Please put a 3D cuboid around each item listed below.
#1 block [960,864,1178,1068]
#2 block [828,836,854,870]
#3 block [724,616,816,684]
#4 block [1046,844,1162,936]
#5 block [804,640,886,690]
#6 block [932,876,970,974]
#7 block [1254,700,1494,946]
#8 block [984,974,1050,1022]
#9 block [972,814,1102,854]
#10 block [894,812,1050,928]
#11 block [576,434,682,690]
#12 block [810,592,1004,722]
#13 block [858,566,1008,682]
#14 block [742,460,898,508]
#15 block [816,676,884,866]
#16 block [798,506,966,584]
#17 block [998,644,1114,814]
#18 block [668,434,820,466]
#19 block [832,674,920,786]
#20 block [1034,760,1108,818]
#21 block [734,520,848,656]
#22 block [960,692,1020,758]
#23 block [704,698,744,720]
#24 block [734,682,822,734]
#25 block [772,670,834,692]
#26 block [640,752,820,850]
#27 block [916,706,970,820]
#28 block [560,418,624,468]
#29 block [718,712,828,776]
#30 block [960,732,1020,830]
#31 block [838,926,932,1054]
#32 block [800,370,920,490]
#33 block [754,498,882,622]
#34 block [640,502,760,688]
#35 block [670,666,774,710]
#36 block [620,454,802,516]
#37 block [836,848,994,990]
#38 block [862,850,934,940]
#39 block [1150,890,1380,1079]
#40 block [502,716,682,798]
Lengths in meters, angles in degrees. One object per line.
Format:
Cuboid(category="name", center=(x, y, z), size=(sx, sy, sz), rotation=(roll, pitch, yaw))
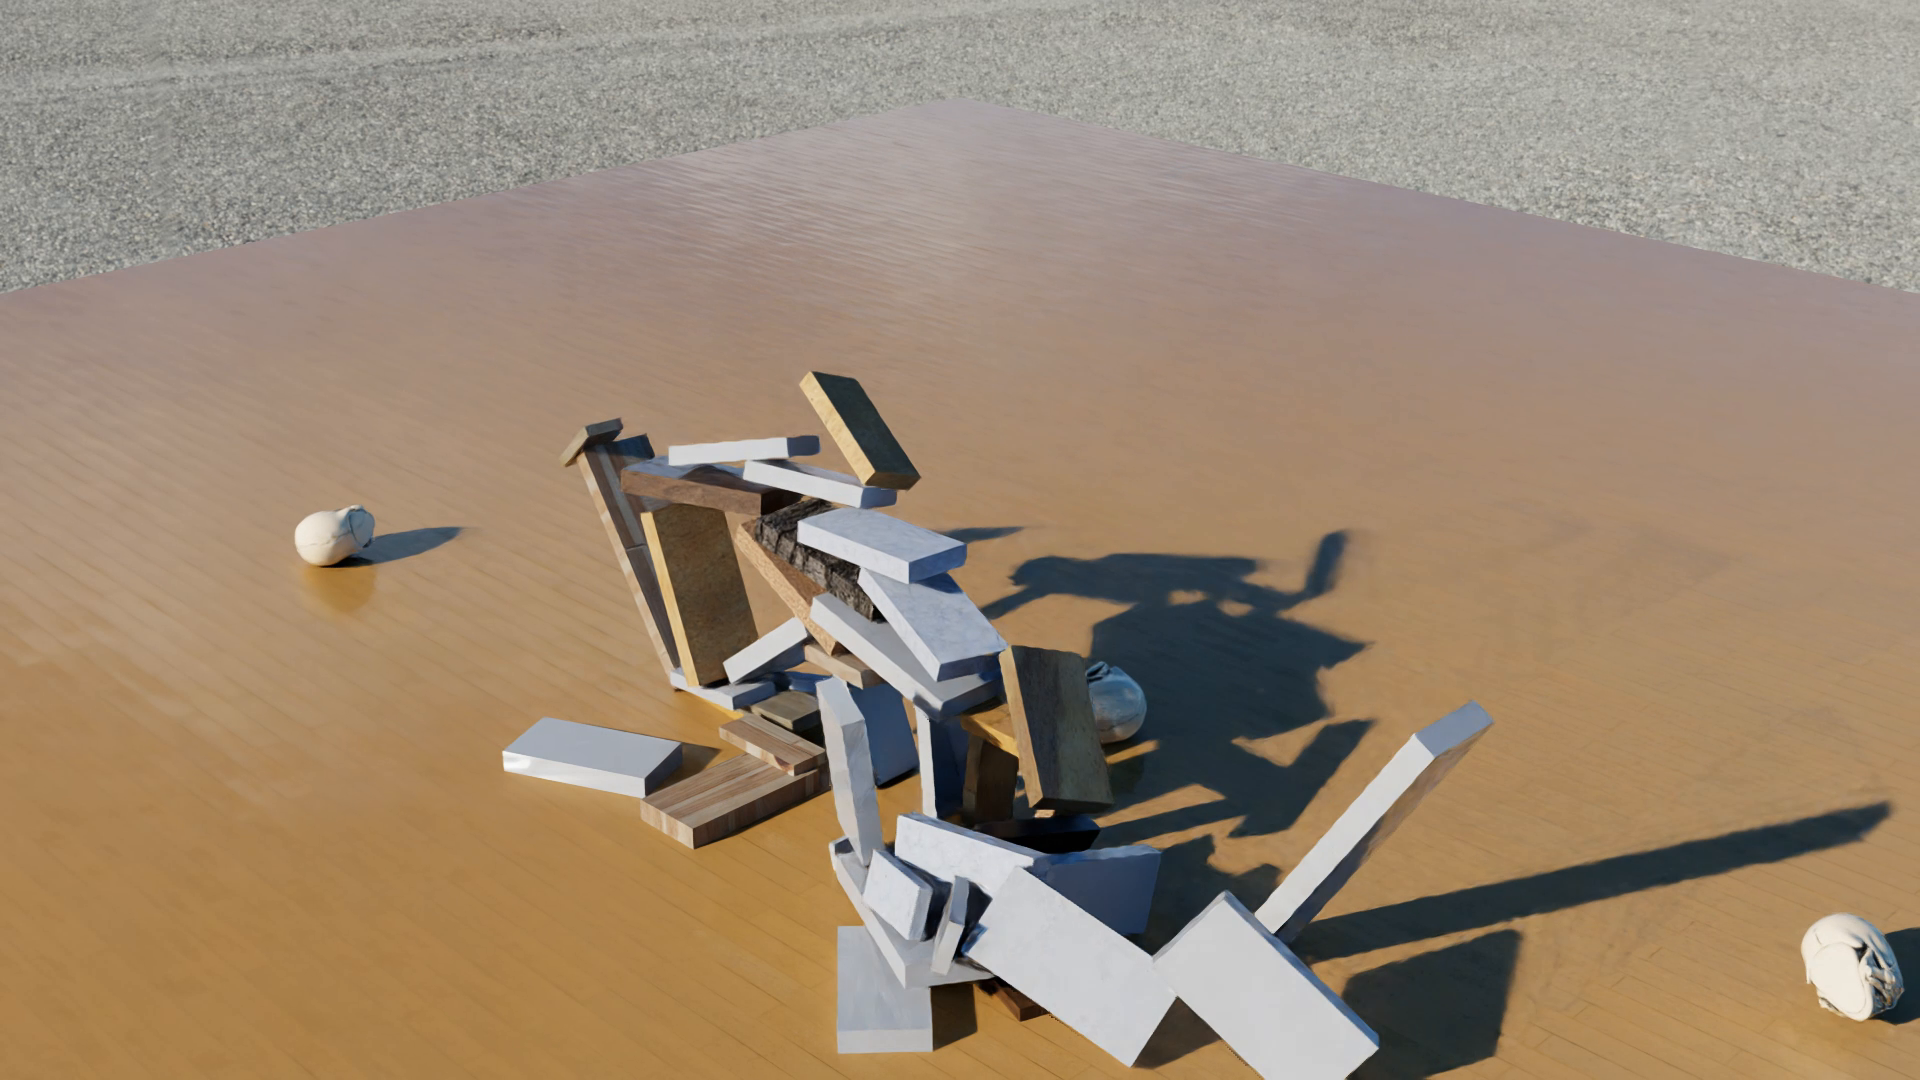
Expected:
Cuboid(category="block", center=(0.191, 0.715, 3.700), size=(0.343, 0.171, 0.049), rotation=(33, -5, 11))
Cuboid(category="block", center=(-0.205, 0.597, 4.279), size=(0.112, 0.056, 0.016), rotation=(-21, 18, -41))
Cuboid(category="block", center=(-0.344, 0.215, 4.676), size=(0.175, 0.050, 0.350), rotation=(-13, -11, -37))
Cuboid(category="block", center=(0.227, 0.639, 3.947), size=(0.312, 0.156, 0.044), rotation=(2, 14, -43))
Cuboid(category="block", center=(-0.202, 0.238, 4.477), size=(0.131, 0.037, 0.262), rotation=(-16, 18, -26))
Cuboid(category="block", center=(-0.015, 0.659, 3.771), size=(0.027, 0.095, 0.191), rotation=(19, 15, -2))
Cuboid(category="block", center=(0.658, 0.522, 3.738), size=(0.171, 0.699, 0.049), rotation=(-21, 63, -41))
Cuboid(category="block", center=(0.104, 0.779, 3.891), size=(0.095, 0.027, 0.191), rotation=(-11, 25, -24))
Cuboid(category="block", center=(0.112, 0.587, 4.052), size=(0.312, 0.156, 0.044), rotation=(3, 33, -47))
Cuboid(category="block", center=(0.015, 0.596, 3.885), size=(0.312, 0.156, 0.044), rotation=(12, 10, 39))
Cuboid(category="block", center=(-0.689, 0.047, 5.039), size=(0.166, 0.593, 0.047), rotation=(-17, -13, -34))
Cuboid(category="block", center=(-0.106, 0.209, 4.363), size=(0.177, 0.050, 0.379), rotation=(-21, 47, -41))
Cuboid(category="block", center=(-0.052, 0.147, 4.283), size=(0.159, 0.045, 0.319), rotation=(-10, 41, -30))
Cuboid(category="block", center=(-0.292, -0.120, 4.612), size=(0.291, 0.041, 0.145), rotation=(14, 9, 27))
Cuboid(category="block", center=(-0.204, 0.434, 4.120), size=(0.045, 0.320, 0.160), rotation=(-15, 30, -15))
Cuboid(category="block", center=(-0.158, 0.005, 4.391), size=(0.319, 0.045, 0.159), rotation=(20, 27, 40))
Cuboid(category="block", center=(0.179, 0.354, 4.121), size=(0.159, 0.045, 0.319), rotation=(9, 54, -31))
Cuboid(category="block", center=(-0.463, -0.192, 4.718), size=(0.291, 0.041, 0.145), rotation=(-3, 3, 25))
Cuboid(category="block", center=(-0.174, 0.367, 4.567), size=(0.131, 0.262, 0.037), rotation=(-22, 10, -42))
Cuboid(category="block", center=(0.196, 0.521, 4.235), size=(0.120, 0.239, 0.034), rotation=(-21, 54, -41))
Cuboid(category="block", center=(-0.294, 0.080, 4.549), size=(0.177, 0.050, 0.354), rotation=(-17, 53, -39))
Cuboid(category="block", center=(0.129, 0.370, 4.236), size=(0.120, 0.034, 0.239), rotation=(-21, 33, -41))
Cuboid(category="block", center=(-0.473, 0.355, 4.883), size=(0.114, 0.032, 0.228), rotation=(-17, 29, -35))
Cuboid(category="block", center=(-0.393, 0.360, 4.765), size=(0.114, 0.032, 0.228), rotation=(-21, 26, -40))
Cuboid(category="block", center=(-0.317, 0.319, 4.877), size=(0.182, 0.026, 0.091), rotation=(10, 4, -36))
Cuboid(category="block", center=(-0.466, 0.518, 4.478), size=(0.166, 0.047, 0.333), rotation=(21, 31, 40))
Cuboid(category="block", center=(-0.021, 0.422, 4.428), size=(0.131, 0.262, 0.037), rotation=(-21, 25, -40))
Cuboid(category="block", center=(-0.849, -0.223, 5.057), size=(0.091, 0.026, 0.182), rotation=(-17, -12, -34))
Cuboid(category="block", center=(-0.392, 0.427, 4.601), size=(0.091, 0.026, 0.240), rotation=(-21, 31, -41))
Cuboid(category="block", center=(0.063, 0.464, 4.358), size=(0.034, 0.239, 0.120), rotation=(29, 35, 36))
Cuboid(category="block", center=(-0.134, 0.783, 3.857), size=(0.160, 0.045, 0.320), rotation=(-1, 23, -3))
Cuboid(category="block", center=(-0.210, -0.230, 4.616), size=(0.145, 0.041, 0.291), rotation=(6, 44, -51))
Cuboid(category="block", center=(-0.235, 0.034, 4.489), size=(0.354, 0.050, 0.177), rotation=(33, 38, 32))
Cuboid(category="block", center=(-0.558, 0.108, 4.781), size=(0.175, 0.389, 0.050), rotation=(-18, 6, -37))
Cuboid(category="block", center=(-0.522, 0.313, 4.823), size=(0.114, 0.032, 0.228), rotation=(-20, 25, -39))
Cuboid(category="block", center=(-0.537, -0.119, 4.757), size=(0.350, 0.050, 0.175), rotation=(10, 17, 24))
Cuboid(category="block", center=(-0.088, 0.676, 3.988), size=(0.160, 0.045, 0.494), rotation=(-4, 16, -16))
Cuboid(category="block", center=(-0.111, 0.627, 3.887), size=(0.027, 0.095, 0.191), rotation=(9, 8, -29))
Cuboid(category="block", center=(0.491, 0.746, 3.548), size=(0.343, 0.171, 0.049), rotation=(44, 16, 0))
Cuboid(category="block", center=(-0.771, 0.456, 4.626), size=(0.333, 0.047, 0.167), rotation=(8, 24, 19))
